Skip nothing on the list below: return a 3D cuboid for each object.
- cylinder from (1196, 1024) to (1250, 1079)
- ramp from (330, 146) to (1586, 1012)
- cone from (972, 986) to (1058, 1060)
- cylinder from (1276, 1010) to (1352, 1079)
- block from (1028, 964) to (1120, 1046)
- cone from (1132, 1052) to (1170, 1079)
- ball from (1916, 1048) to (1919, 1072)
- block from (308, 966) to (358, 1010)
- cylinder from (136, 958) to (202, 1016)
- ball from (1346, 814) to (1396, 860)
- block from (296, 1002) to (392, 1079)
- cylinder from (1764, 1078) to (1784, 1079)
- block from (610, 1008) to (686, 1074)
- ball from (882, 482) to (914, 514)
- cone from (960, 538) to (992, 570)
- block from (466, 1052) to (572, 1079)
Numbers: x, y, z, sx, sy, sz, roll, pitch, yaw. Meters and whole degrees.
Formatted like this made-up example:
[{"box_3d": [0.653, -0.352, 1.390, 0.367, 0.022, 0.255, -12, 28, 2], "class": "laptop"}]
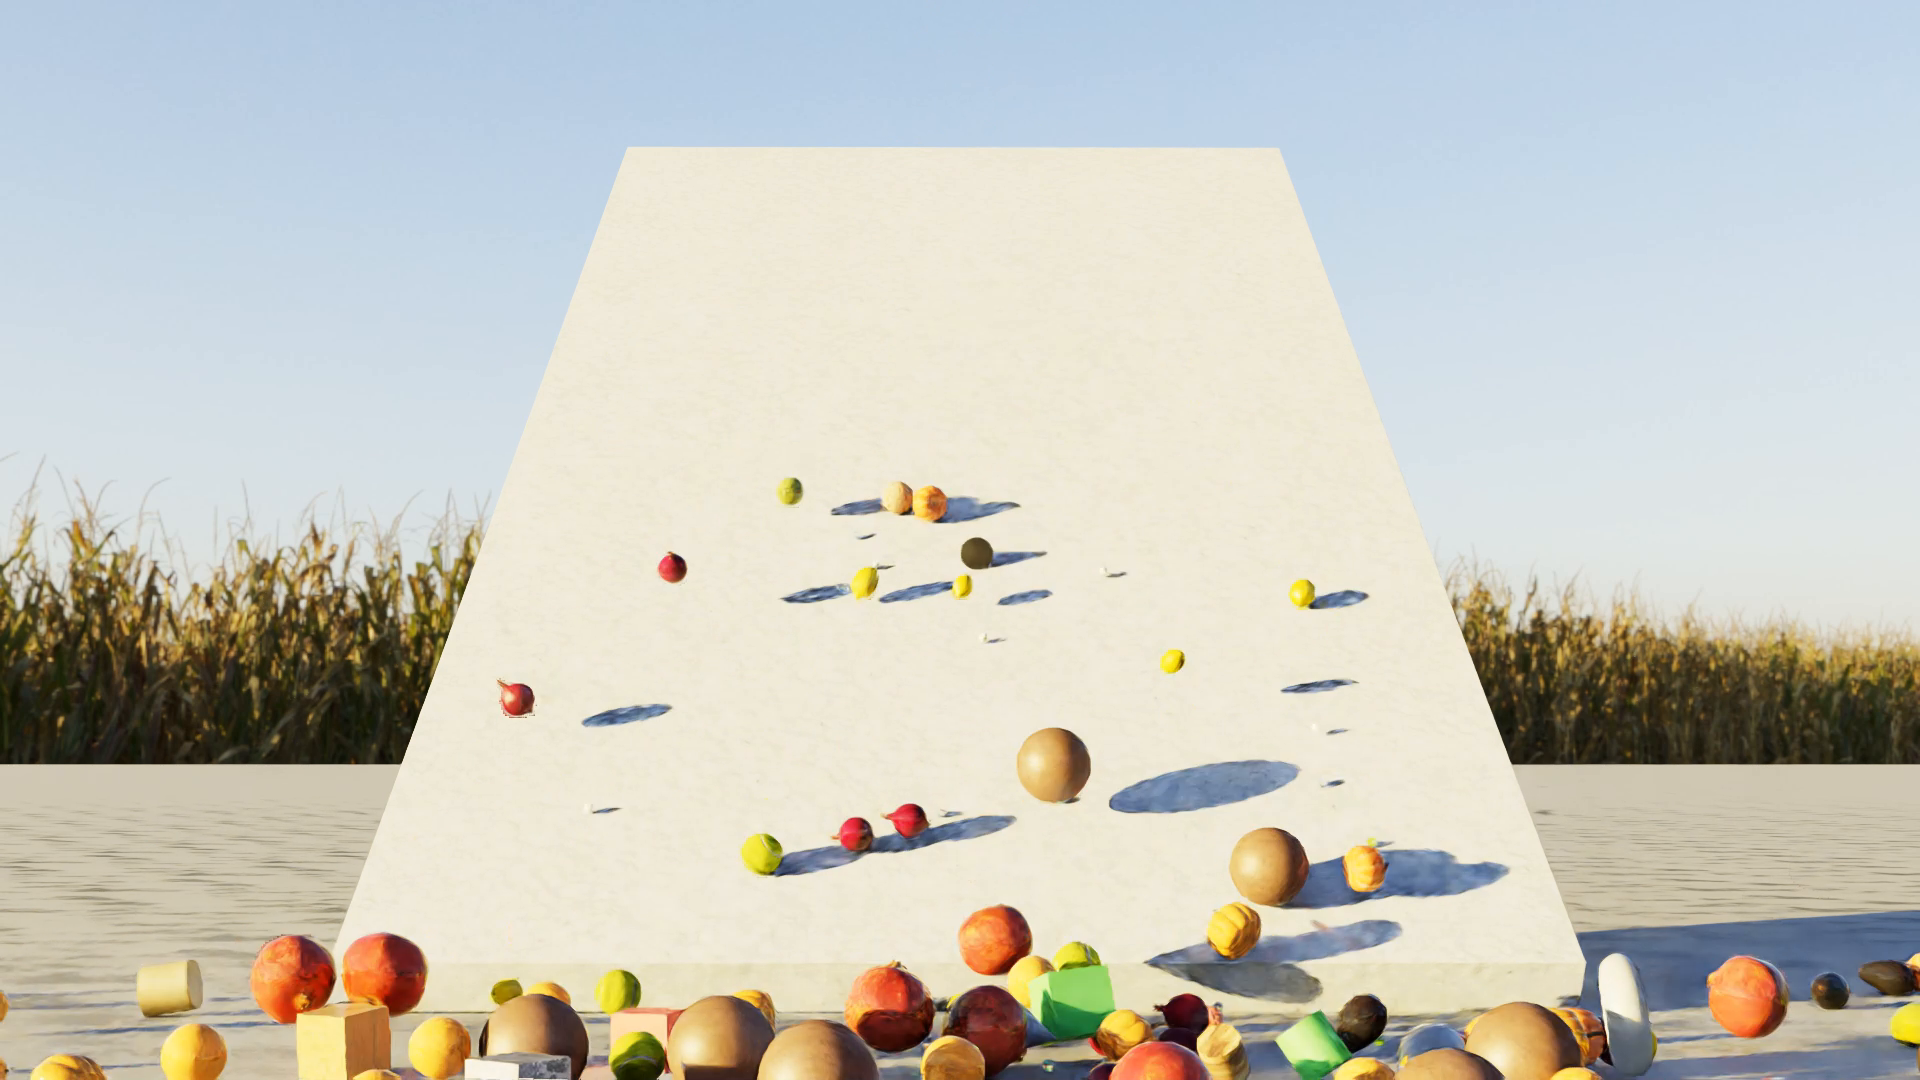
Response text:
[{"box_3d": [0.326, 0.638, 2.948, 0.055, 0.055, 0.055, -15, 30, 9], "class": "cylinder"}, {"box_3d": [-0.011, -0.222, 5.586, 2.000, 0.100, 4.000, 0, 28, 0], "class": "ramp"}, {"box_3d": [0.085, 0.644, 3.133, 0.100, 0.100, 0.100, 8, 0, 31], "class": "cone"}, {"box_3d": [0.428, 0.615, 2.885, 0.066, 0.066, 0.066, -31, -17, -11], "class": "cylinder"}, {"box_3d": [0.152, 0.629, 3.227, 0.087, 0.087, 0.087, -4, -17, -18], "class": "block"}, {"box_3d": [0.231, 0.670, 2.972, 0.050, 0.050, 0.050, 1, -32, -13], "class": "cone"}, {"box_3d": [1.198, 0.629, 2.871, 0.087, 0.087, 0.087, 0, -5, 0], "class": "ball"}, {"box_3d": [-0.929, 0.681, 3.542, 0.062, 0.062, 0.062, -8, -44, -16], "class": "block"}, {"box_3d": [-1.253, 0.710, 3.783, 0.080, 0.080, 0.080, -8, -5, -3], "class": "cylinder"}, {"box_3d": [0.701, 0.511, 4.071, 0.085, 0.085, 0.085, 0, -5, 0], "class": "ball"}, {"box_3d": [-0.793, 0.646, 3.072, 0.082, 0.082, 0.082, -3, -1, 29], "class": "block"}, {"box_3d": [0.793, 0.576, 2.341, 0.088, 0.088, 0.088, -3, -7, 29], "class": "cylinder"}, {"box_3d": [-0.411, 0.659, 3.146, 0.075, 0.075, 0.075, -1, -5, 13], "class": "block"}, {"box_3d": [-0.134, -0.091, 5.159, 0.069, 0.069, 0.069, 0, -5, 0], "class": "ball"}, {"box_3d": [0.033, 0.027, 4.978, 0.067, 0.067, 0.067, 0, 1, -2], "class": "cone"}, {"box_3d": [-0.485, 0.608, 2.616, 0.080, 0.080, 0.080, -4, -6, 35], "class": "block"}]
